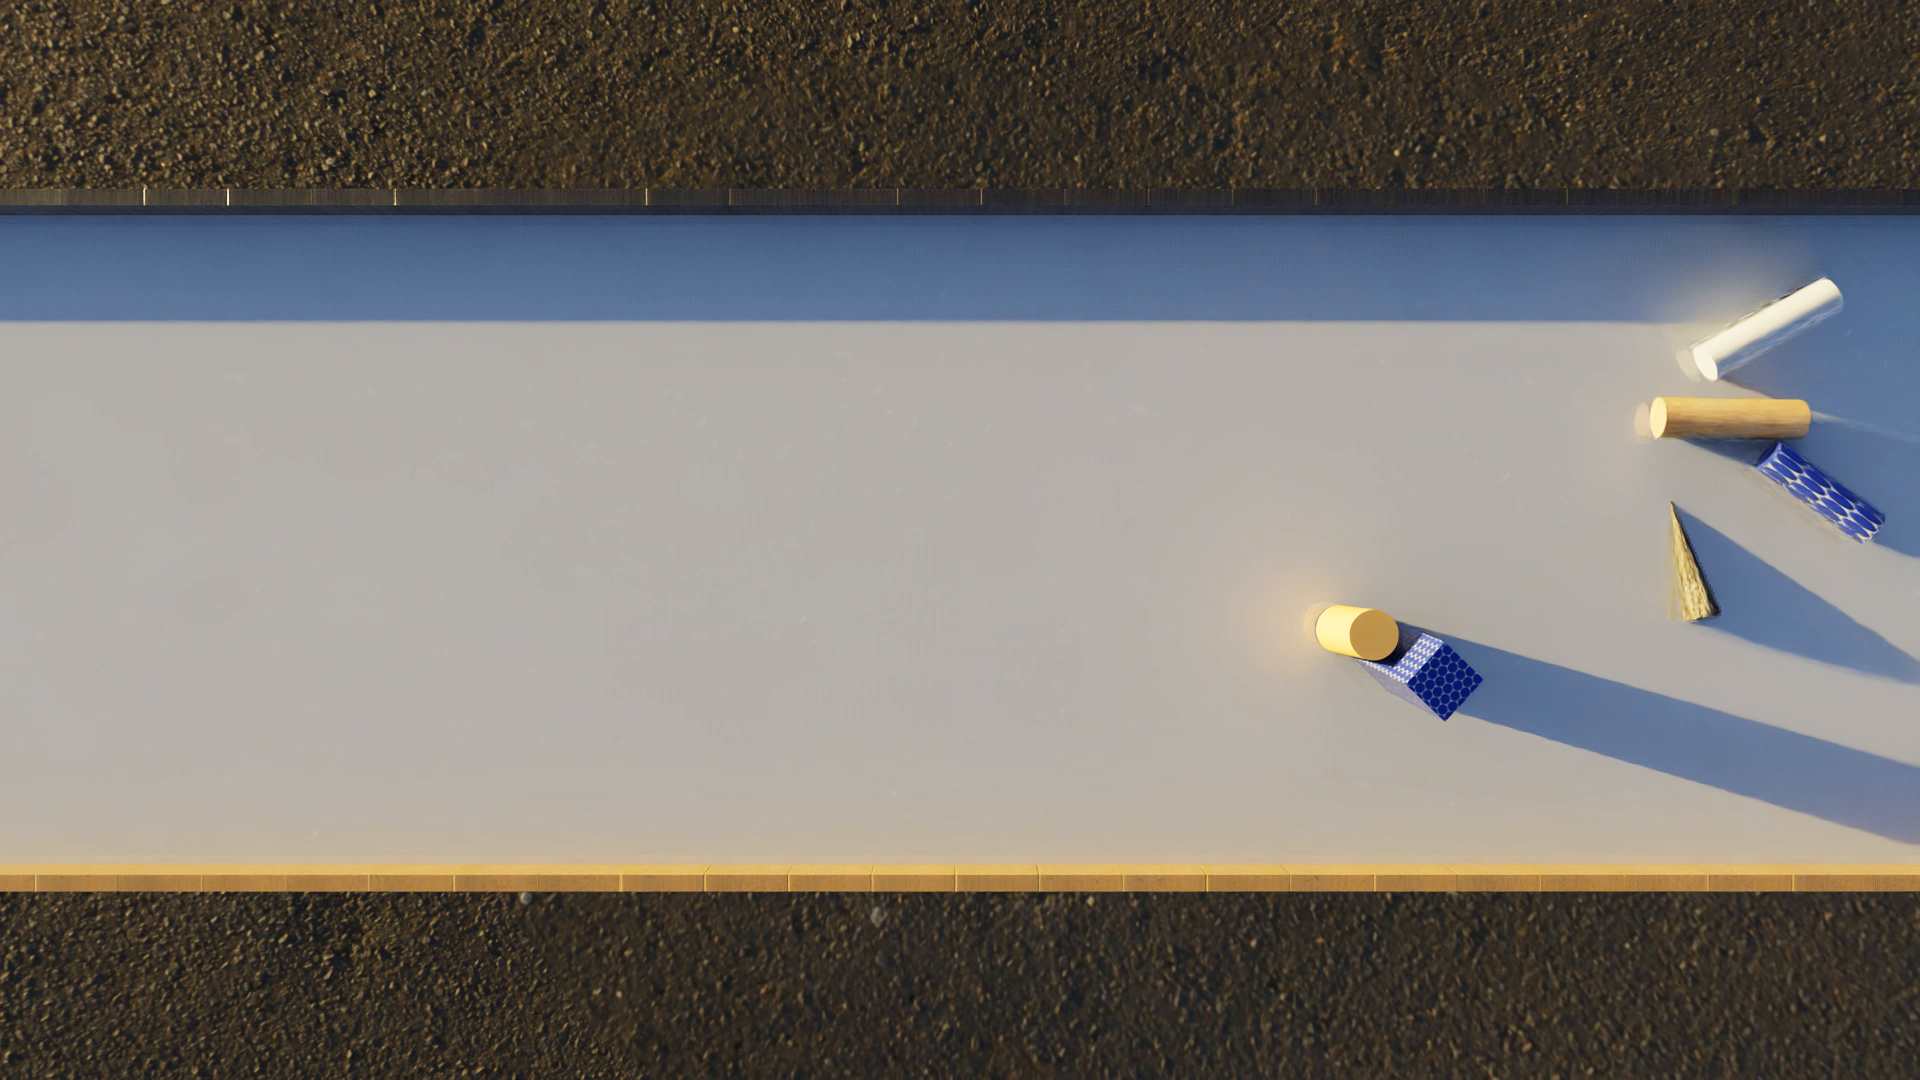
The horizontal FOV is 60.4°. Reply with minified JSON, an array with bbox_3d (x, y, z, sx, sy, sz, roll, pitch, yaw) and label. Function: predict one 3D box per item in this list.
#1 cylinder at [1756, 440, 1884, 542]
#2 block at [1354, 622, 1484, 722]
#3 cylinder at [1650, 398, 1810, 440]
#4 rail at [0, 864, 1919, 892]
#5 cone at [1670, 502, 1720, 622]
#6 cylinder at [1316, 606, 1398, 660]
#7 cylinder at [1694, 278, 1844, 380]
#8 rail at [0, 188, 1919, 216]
[{"bbox_3d":[2.618,-0.147,5.023,0.384,0.107,0.107,36,90,0],"label":"cylinder"},{"bbox_3d":[1.341,0.377,4.853,0.162,0.426,0.162,43,90,-9],"label":"block"},{"bbox_3d":[2.340,-0.369,5.017,0.433,0.119,0.119,1,90,0],"label":"cylinder"},{"bbox_3d":[-2.247,1.025,5.001,12.000,0.150,0.050,0,90,0],"label":"rail"},{"bbox_3d":[2.222,0.055,5.050,0.106,0.106,0.373,-12,82,0],"label":"cone"},{"bbox_3d":[1.181,0.274,4.916,0.147,0.310,0.147,0,90,-5],"label":"cylinder"},{"bbox_3d":[2.459,-0.642,5.020,0.434,0.113,0.113,-29,90,0],"label":"cylinder"},{"bbox_3d":[-2.247,-1.025,5.002,12.000,0.150,0.050,0,90,0],"label":"rail"}]
